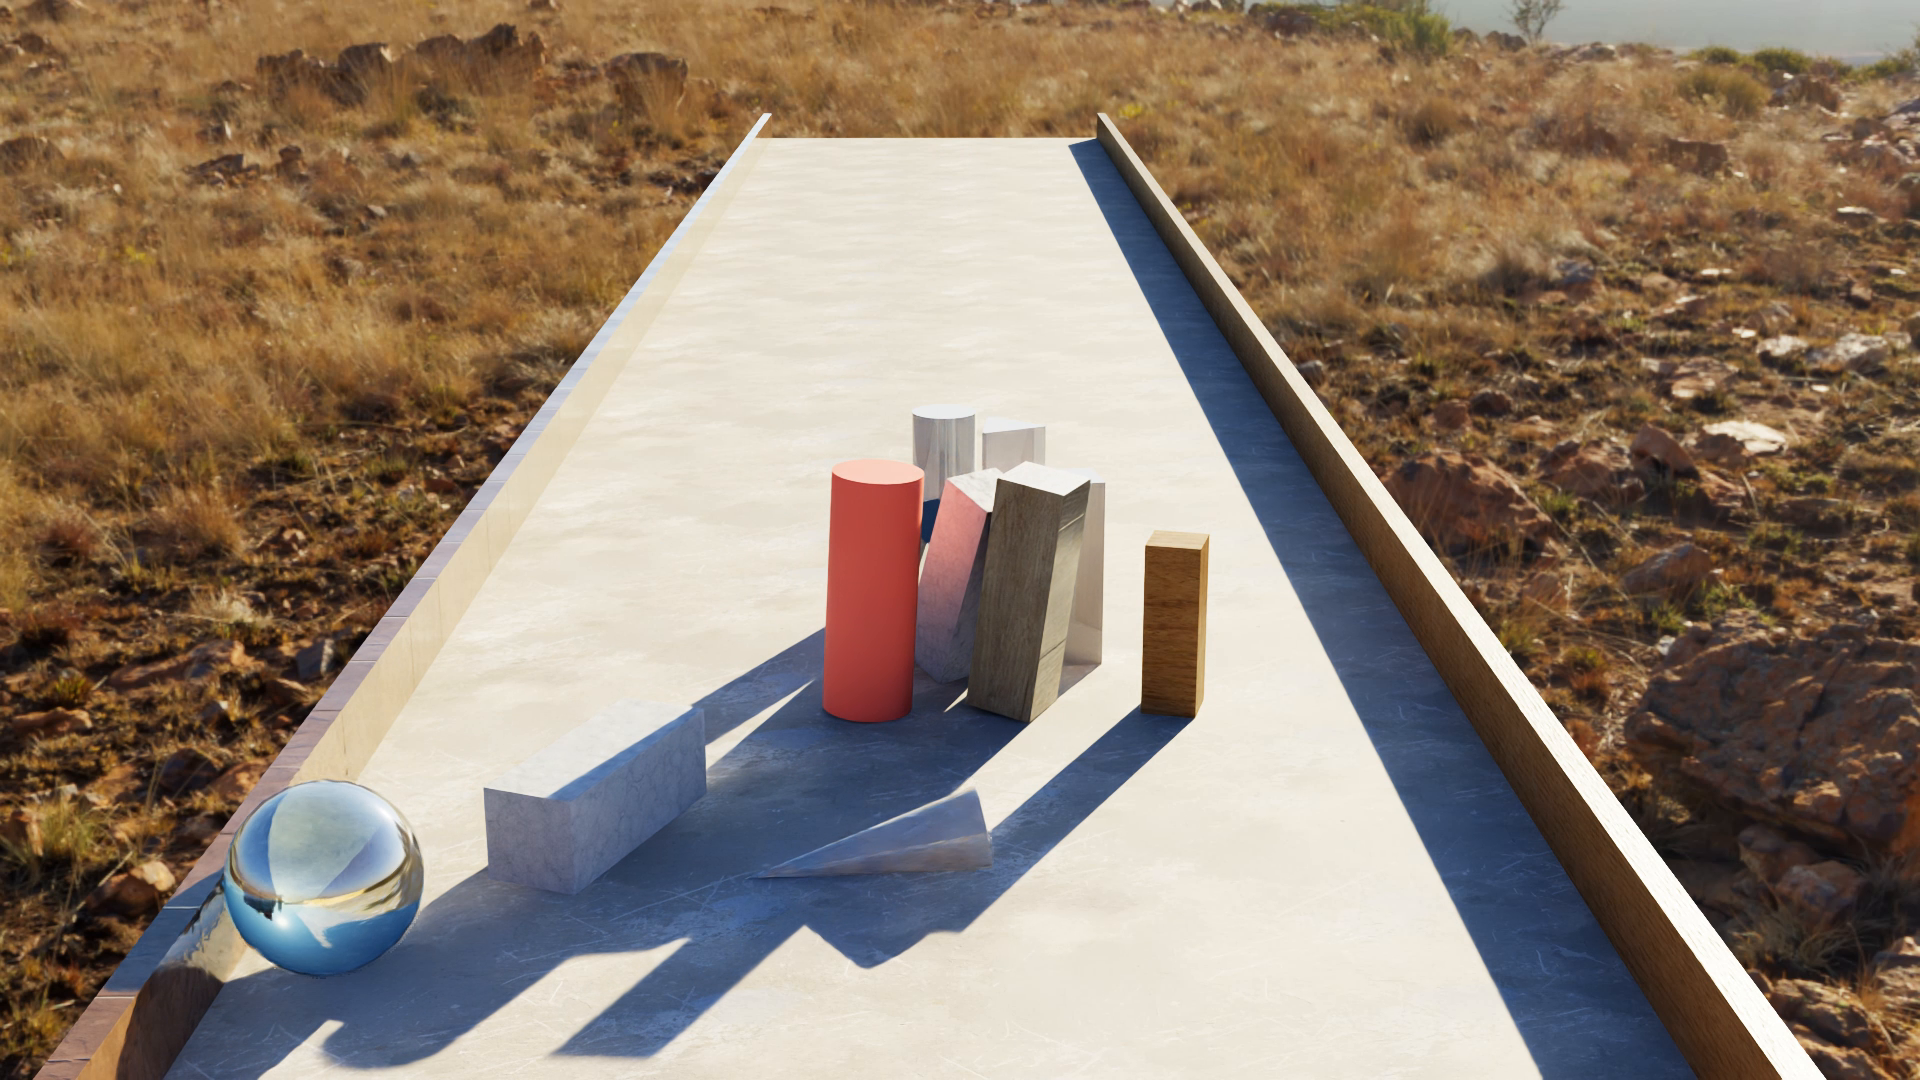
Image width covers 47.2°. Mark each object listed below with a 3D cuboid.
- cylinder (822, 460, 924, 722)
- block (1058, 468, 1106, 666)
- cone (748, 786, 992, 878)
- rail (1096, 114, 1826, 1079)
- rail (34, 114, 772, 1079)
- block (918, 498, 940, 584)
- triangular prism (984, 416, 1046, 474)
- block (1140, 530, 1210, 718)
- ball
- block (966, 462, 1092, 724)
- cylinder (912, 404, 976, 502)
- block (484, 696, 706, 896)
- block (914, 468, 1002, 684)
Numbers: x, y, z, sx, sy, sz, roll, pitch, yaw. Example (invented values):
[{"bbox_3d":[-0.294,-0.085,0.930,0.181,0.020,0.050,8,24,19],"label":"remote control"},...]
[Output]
[{"bbox_3d":[-0.163,0.094,4.091,0.170,0.459,0.170,3,17,-1],"label":"cylinder"},{"bbox_3d":[0.217,0.054,4.385,0.116,0.376,0.116,-3,17,-10],"label":"block"},{"bbox_3d":[-0.150,0.491,3.461,0.383,0.131,0.131,-12,18,-5],"label":"cone"},{"bbox_3d":[0.932,-0.844,7.801,0.050,0.150,12.000,0,17,-1],"label":"rail"},{"bbox_3d":[-1.118,-0.838,7.780,0.050,0.150,12.000,0,17,-1],"label":"rail"},{"bbox_3d":[-0.093,0.084,4.370,0.115,0.307,0.115,-14,45,-38],"label":"block"},{"bbox_3d":[0.087,-0.043,4.635,0.143,0.419,0.124,-8,18,-24],"label":"triangular prism"},{"bbox_3d":[0.403,0.157,4.121,0.103,0.329,0.103,4,17,14],"label":"block"},{"bbox_3d":[-0.903,0.479,3.129,0.277,0.277,0.277,0,17,0],"label":"ball"},{"bbox_3d":[0.126,0.097,4.087,0.132,0.450,0.132,16,21,21],"label":"block"},{"bbox_3d":[-0.035,-0.099,4.888,0.142,0.383,0.142,0,17,0],"label":"cylinder"},{"bbox_3d":[-0.585,0.408,3.583,0.155,0.155,0.428,7,18,21],"label":"block"},{"bbox_3d":[0.014,0.071,4.250,0.123,0.402,0.123,-14,42,-39],"label":"block"}]
